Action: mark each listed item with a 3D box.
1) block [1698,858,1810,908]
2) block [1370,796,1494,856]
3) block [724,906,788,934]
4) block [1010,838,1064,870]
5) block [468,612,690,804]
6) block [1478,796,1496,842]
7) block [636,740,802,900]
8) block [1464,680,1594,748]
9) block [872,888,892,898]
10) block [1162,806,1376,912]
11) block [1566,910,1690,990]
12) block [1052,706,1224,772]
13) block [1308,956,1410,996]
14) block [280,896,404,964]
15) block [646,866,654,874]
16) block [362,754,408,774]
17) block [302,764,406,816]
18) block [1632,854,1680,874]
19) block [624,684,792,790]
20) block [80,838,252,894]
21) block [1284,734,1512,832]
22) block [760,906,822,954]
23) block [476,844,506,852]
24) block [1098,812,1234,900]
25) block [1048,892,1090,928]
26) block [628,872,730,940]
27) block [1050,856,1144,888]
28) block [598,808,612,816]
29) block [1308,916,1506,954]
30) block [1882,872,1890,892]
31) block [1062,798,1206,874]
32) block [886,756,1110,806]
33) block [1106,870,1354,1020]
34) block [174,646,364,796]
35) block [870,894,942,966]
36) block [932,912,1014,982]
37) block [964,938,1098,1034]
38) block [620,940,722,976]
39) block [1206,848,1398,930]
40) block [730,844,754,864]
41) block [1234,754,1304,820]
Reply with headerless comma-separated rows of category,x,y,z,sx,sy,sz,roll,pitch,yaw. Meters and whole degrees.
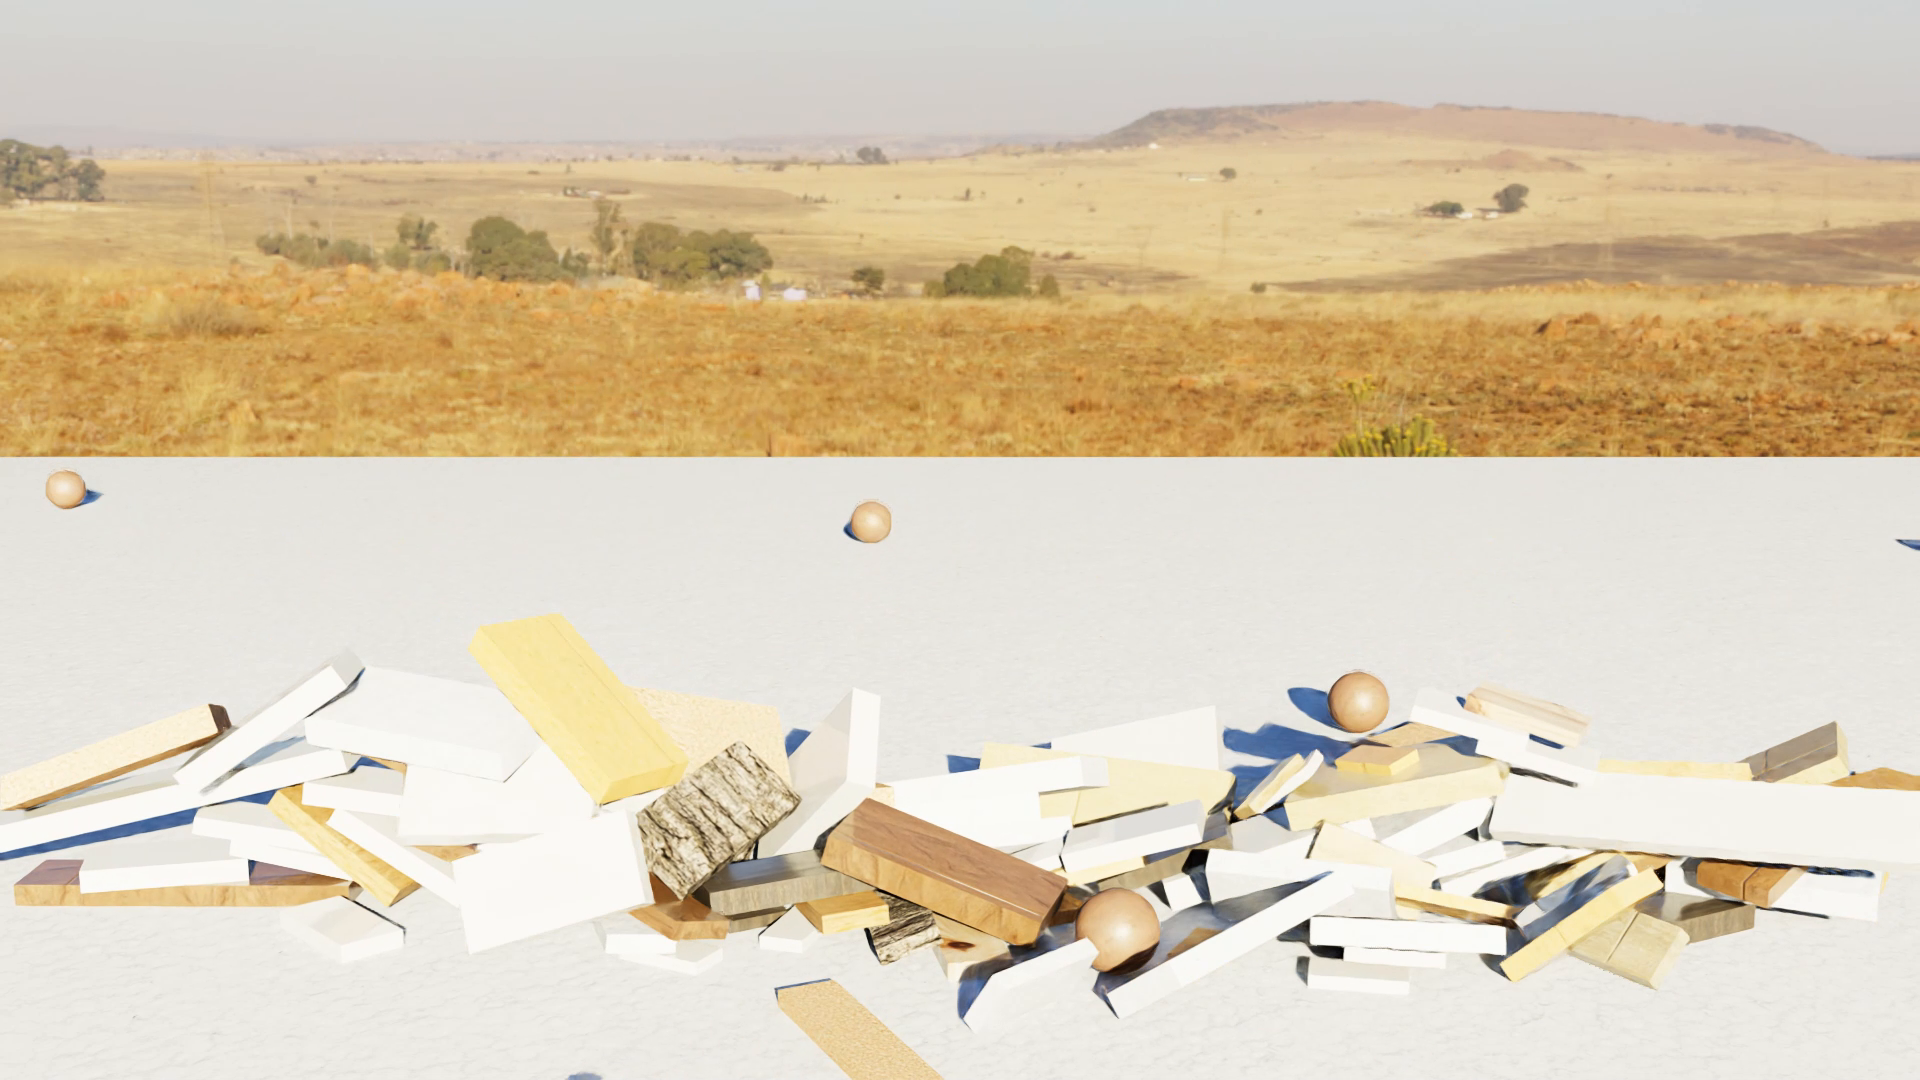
block,1.293,0.499,3.513,0.237,0.034,0.118,-28,32,-37
block,0.706,0.488,3.655,0.349,0.049,0.175,-27,9,5
block,-0.361,0.606,3.526,0.159,0.020,0.071,-6,12,-29
block,0.101,0.540,3.648,0.156,0.022,0.078,-20,10,5
block,-0.607,0.262,3.499,0.355,0.050,0.177,45,28,23
block,0.987,0.442,3.611,0.261,0.037,0.130,-6,16,17
block,-0.398,0.445,3.530,0.146,0.041,0.292,42,39,11
block,0.907,0.277,3.505,0.184,0.026,0.092,20,22,25
block,-0.087,0.561,3.582,0.133,0.019,0.067,-24,26,4
block,0.503,0.510,3.655,0.349,0.049,0.175,-19,10,3
block,1.000,0.607,3.338,0.027,0.096,0.193,45,-15,-30
block,0.321,0.404,3.999,0.312,0.044,0.156,-13,42,16
block,0.596,0.651,3.284,0.147,0.021,0.073,2,11,11
block,-0.976,0.613,3.466,0.103,0.029,0.207,-9,14,-42
block,-0.533,0.542,3.689,0.219,0.031,0.109,15,11,-1
block,-0.865,0.364,3.647,0.289,0.041,0.144,26,9,-5
block,-0.940,0.417,3.632,0.255,0.036,0.127,8,10,-2
block,1.110,0.510,3.615,0.246,0.035,0.123,-32,9,17
block,-0.464,0.338,3.675,0.351,0.050,0.175,11,41,-26
block,-1.314,0.537,3.653,0.259,0.037,0.130,-3,11,-14
block,0.721,0.392,3.604,0.349,0.049,0.175,-14,11,22
block,-0.256,0.615,3.478,0.071,0.020,0.142,3,11,18
block,-0.687,0.529,3.666,0.219,0.031,0.109,25,10,-2
block,0.341,0.524,3.649,0.228,0.032,0.114,-22,10,9
block,0.121,0.602,3.545,0.156,0.022,0.078,-6,12,-28
block,-0.465,0.568,3.417,0.106,0.030,0.212,9,8,-46
block,0.190,0.540,3.658,0.228,0.032,0.114,-17,10,6
block,-0.705,0.397,3.653,0.289,0.041,0.144,26,9,-9
block,0.677,0.601,3.345,0.285,0.040,0.143,2,-9,8
block,1.388,0.522,3.732,0.317,0.045,0.158,6,22,-3
block,0.286,0.485,3.606,0.228,0.032,0.114,-15,11,13
block,0.066,0.431,3.871,0.358,0.051,0.179,-10,-9,17
block,0.406,0.594,3.251,0.424,0.040,0.143,-16,-17,-44
block,-1.105,0.288,3.524,0.303,0.043,0.152,-35,11,1
block,-0.092,0.601,3.447,0.100,0.028,0.200,-21,13,-5
block,0.010,0.625,3.406,0.100,0.028,0.225,-2,11,-11
block,0.103,0.637,3.148,0.200,0.100,0.028,-11,50,-45
block,-0.443,0.634,3.375,0.142,0.020,0.071,6,12,28
block,0.539,0.558,3.468,0.285,0.143,0.040,4,50,19
block,-0.443,0.515,3.855,0.179,0.025,0.090,4,55,21
block,0.513,0.409,3.644,0.129,0.018,0.064,-42,-1,-23
